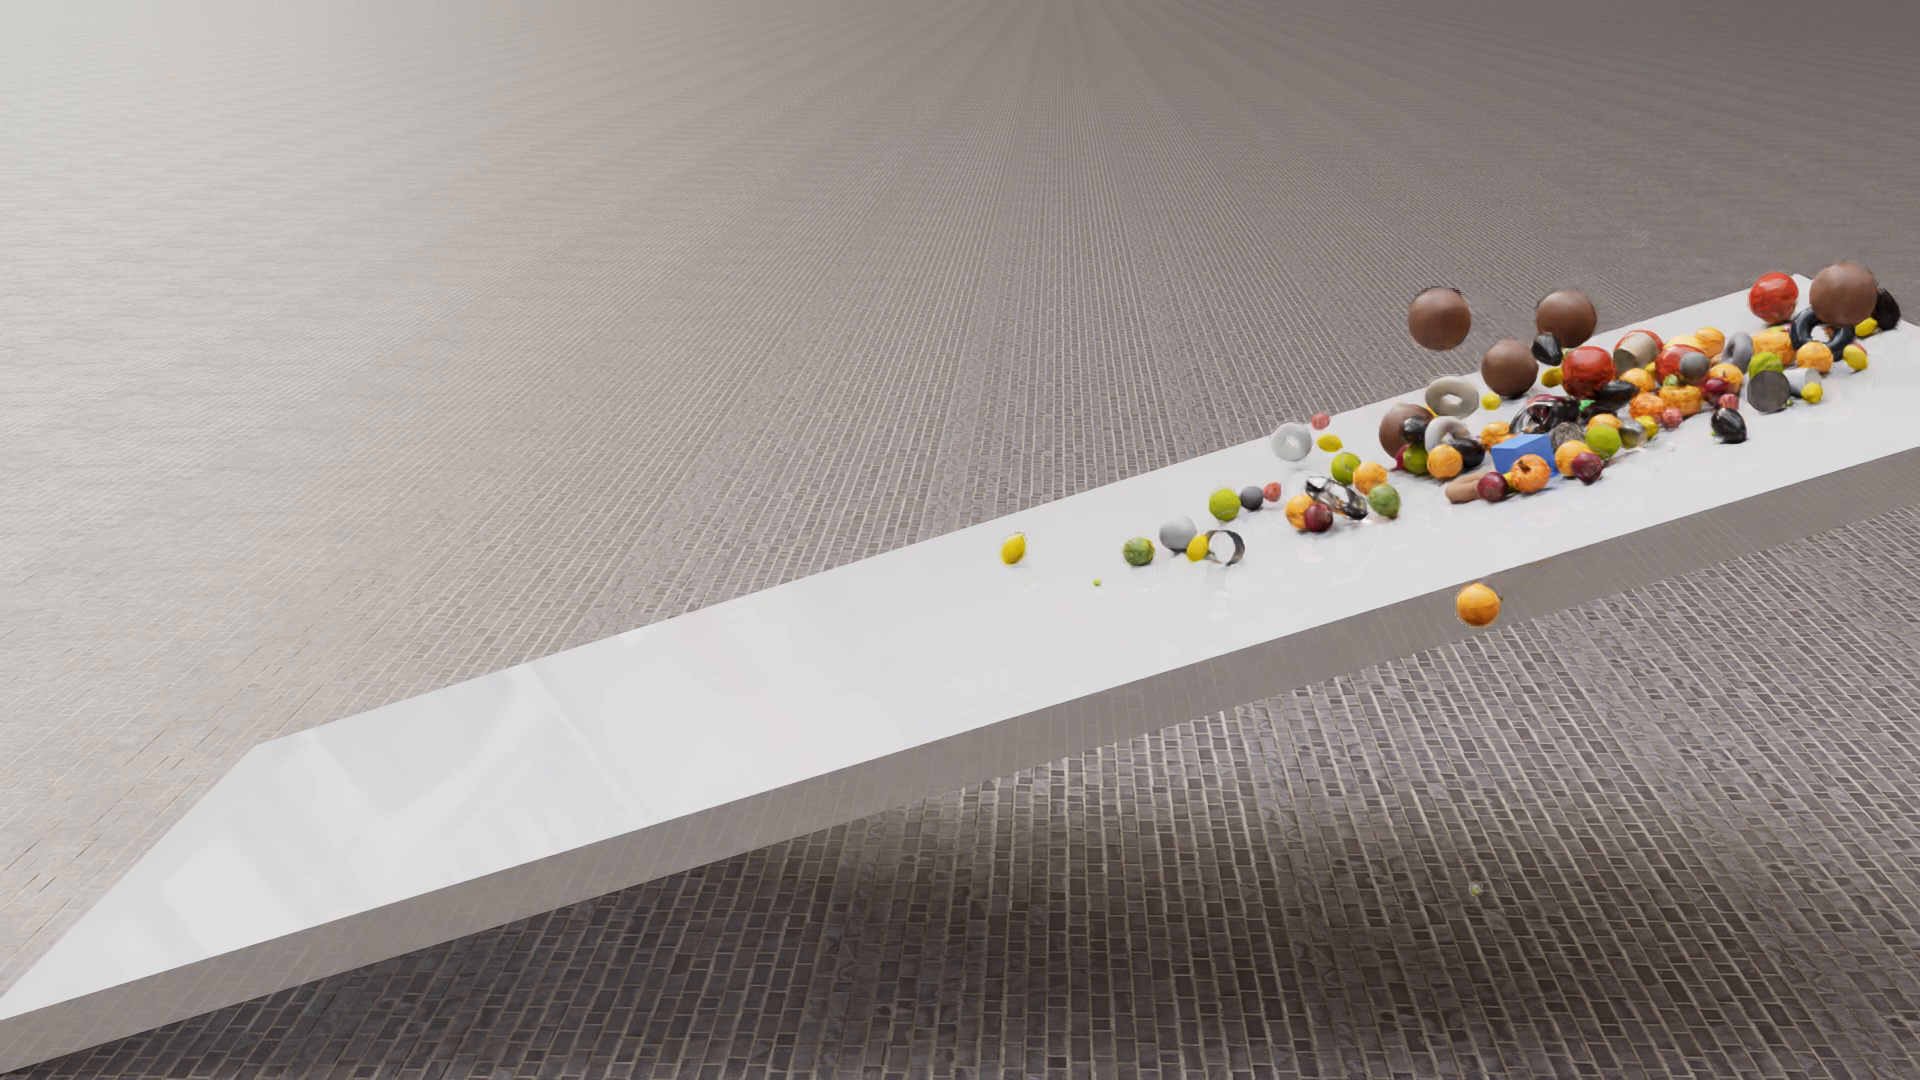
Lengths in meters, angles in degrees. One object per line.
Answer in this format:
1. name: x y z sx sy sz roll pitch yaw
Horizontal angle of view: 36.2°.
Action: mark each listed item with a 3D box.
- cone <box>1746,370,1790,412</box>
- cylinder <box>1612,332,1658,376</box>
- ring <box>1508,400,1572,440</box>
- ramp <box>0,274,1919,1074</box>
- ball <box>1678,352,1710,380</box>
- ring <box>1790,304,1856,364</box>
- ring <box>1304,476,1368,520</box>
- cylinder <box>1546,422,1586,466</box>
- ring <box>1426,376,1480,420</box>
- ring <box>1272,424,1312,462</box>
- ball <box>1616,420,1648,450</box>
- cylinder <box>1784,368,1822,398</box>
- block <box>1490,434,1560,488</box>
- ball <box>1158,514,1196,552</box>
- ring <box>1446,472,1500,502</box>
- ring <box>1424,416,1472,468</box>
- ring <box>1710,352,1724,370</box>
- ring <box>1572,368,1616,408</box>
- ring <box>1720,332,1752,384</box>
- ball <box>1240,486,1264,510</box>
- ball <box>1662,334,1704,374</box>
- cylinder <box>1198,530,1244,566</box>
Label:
1. cone: 1.606 -0.284 5.807 0.086 0.086 0.086 7 -8 30
2. cylinder: 1.433 -0.394 6.238 0.069 0.069 0.069 -37 30 -27
3. ring: 1.189 -0.224 6.030 0.143 0.143 0.048 12 -22 46
4. ramp: 0.099 0.183 6.312 4.000 0.100 2.000 -17 10 5
5. ball: 1.502 -0.356 6.015 0.061 0.061 0.061 0 11 0
6. ring: 1.776 -0.424 6.056 0.131 0.131 0.044 3 -20 16
7. ring: 0.767 -0.085 5.989 0.143 0.048 0.143 28 -3 2
8. cylinder: 1.196 -0.191 5.854 0.069 0.069 0.069 -4 -17 -20
9. ring: 1.062 -0.306 6.340 0.117 0.117 0.039 4 51 19
10. ring: 0.758 -0.223 6.713 0.093 0.093 0.031 2 22 10
11. ball: 1.329 -0.206 5.817 0.060 0.060 0.060 0 11 0
12. cylinder: 1.664 -0.312 5.820 0.055 0.055 0.055 -9 3 -37
13. block: 1.122 -0.158 5.847 0.084 0.084 0.084 -22 11 -23
14. ball: 0.461 -0.015 6.233 0.080 0.080 0.080 0 11 0
15. ring: 1.025 -0.106 5.877 0.111 0.037 0.111 -19 10 4
16. ring: 1.026 -0.207 6.180 0.111 0.111 0.037 -5 -7 -23
17. ring: 1.648 -0.387 6.321 0.077 0.026 0.077 -18 11 4
18. ring: 1.357 -0.320 6.291 0.102 0.102 0.034 12 -11 46
19. ring: 1.614 -0.377 6.112 0.038 0.114 0.114 14 11 -2
20. ball: 0.636 -0.092 6.413 0.054 0.054 0.054 0 11 0
21. ball: 1.543 -0.396 6.276 0.086 0.086 0.086 0 11 0
22. cylinder: 0.530 0.016 5.973 0.070 0.070 0.070 -5 3 -25
